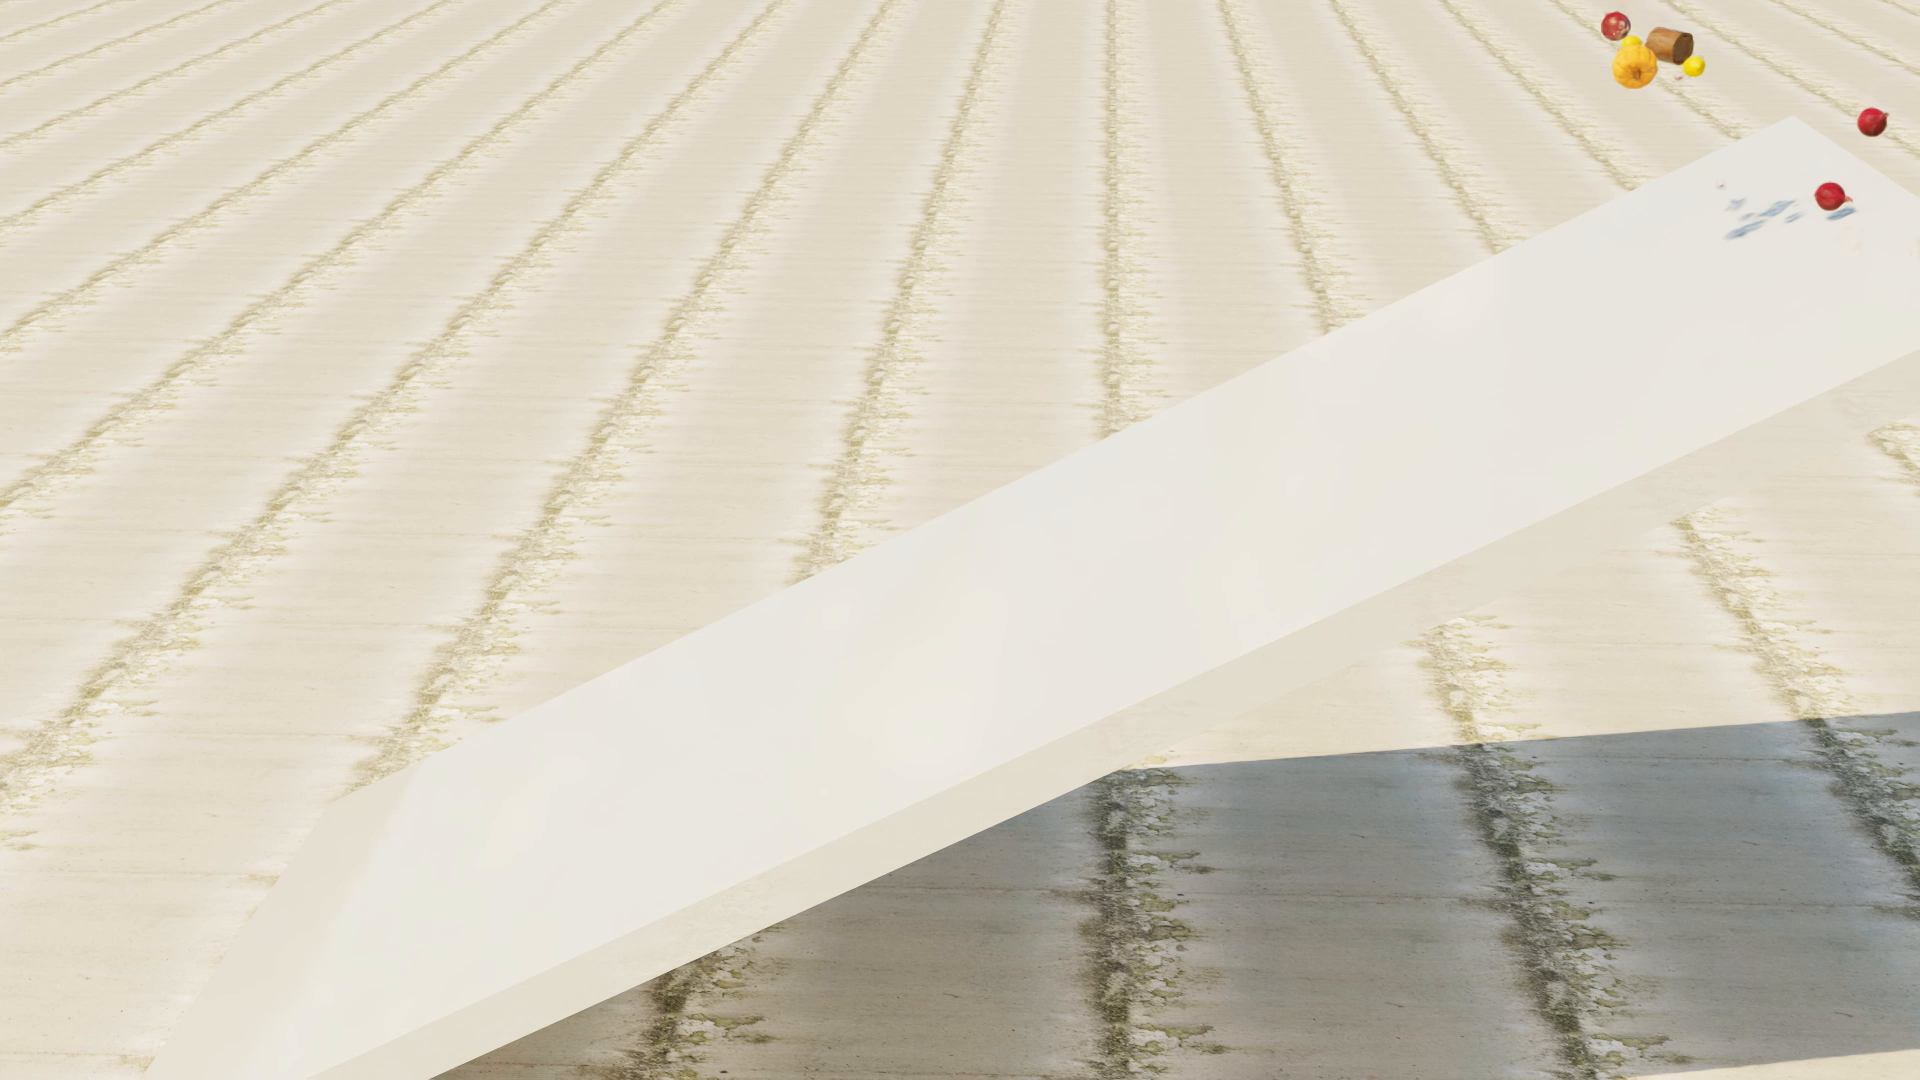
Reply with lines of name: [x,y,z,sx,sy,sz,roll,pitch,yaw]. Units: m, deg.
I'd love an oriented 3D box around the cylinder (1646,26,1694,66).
cylinder: [1.418,-0.987,5.876,0.067,0.067,0.067,-13,26,-37]

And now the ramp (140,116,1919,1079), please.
ramp: [0.139,0.168,6.281,4.000,0.100,2.000,-25,14,10]
